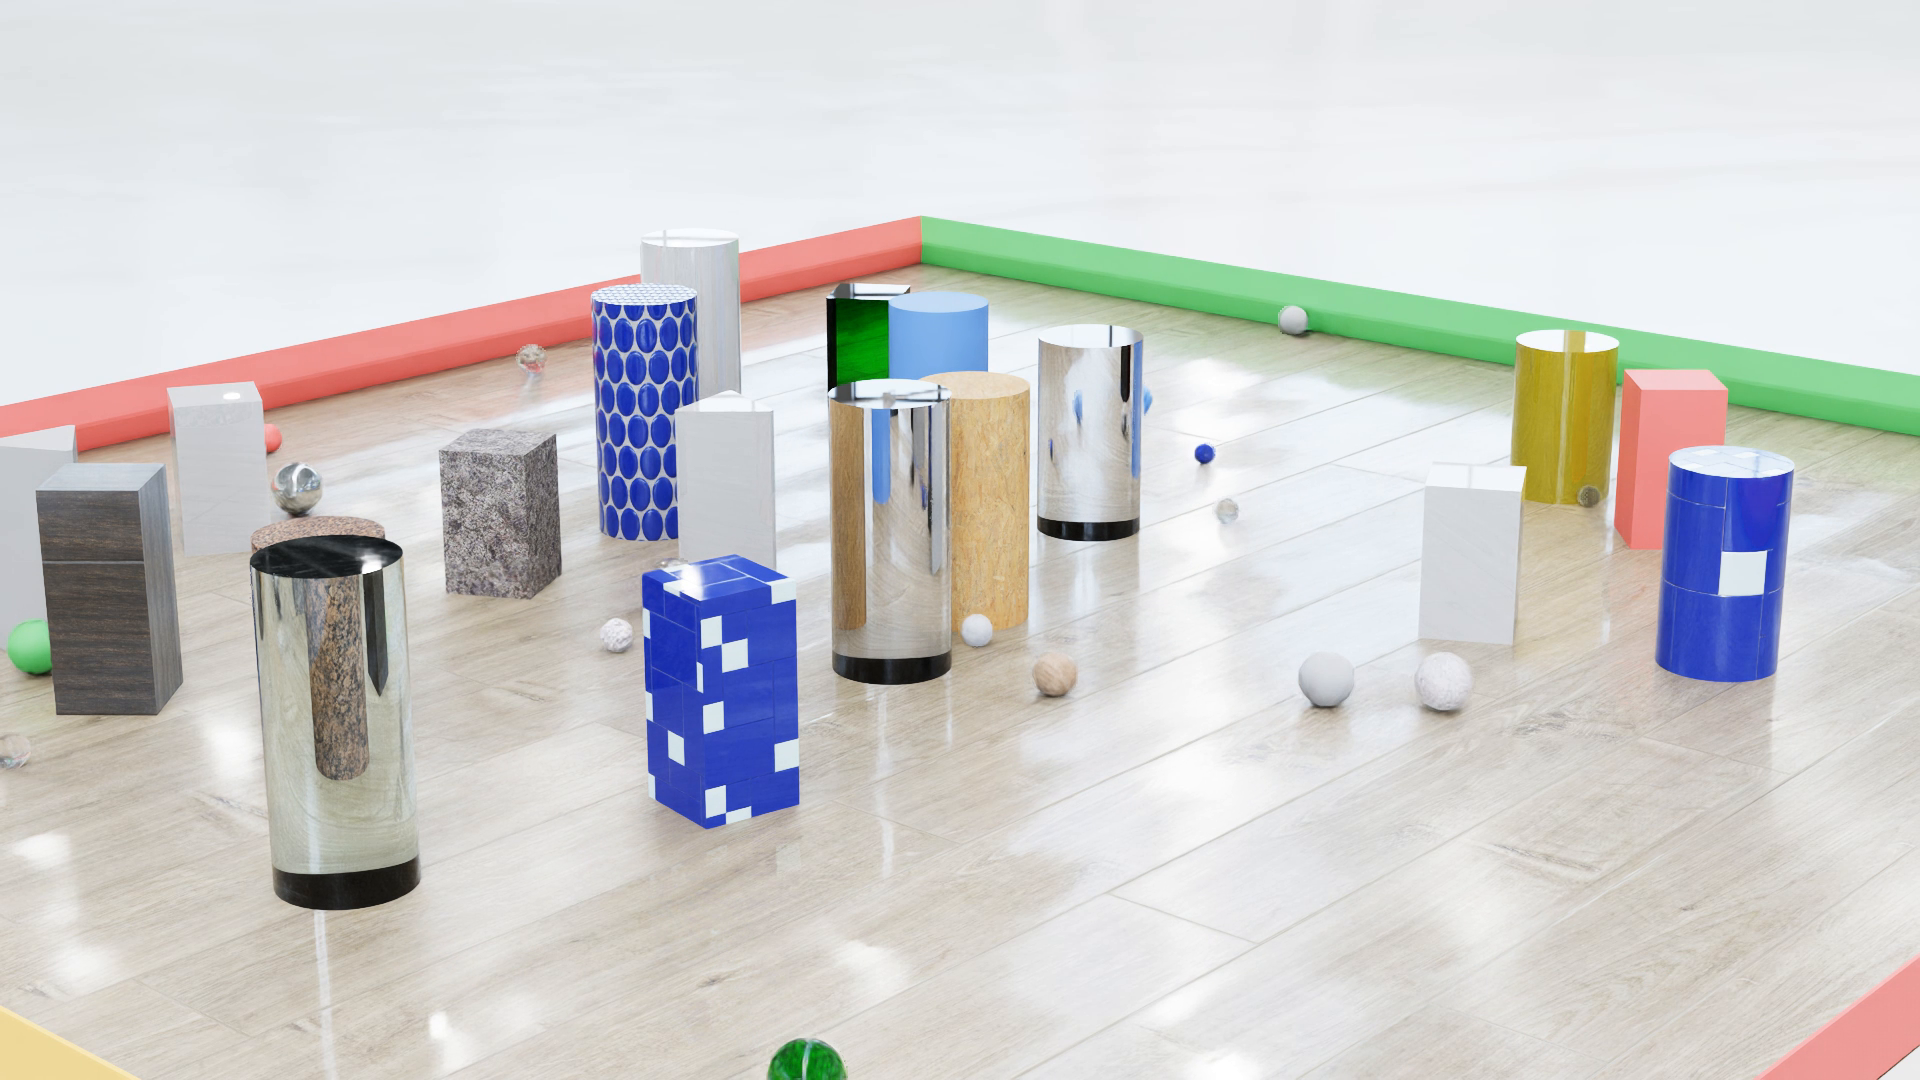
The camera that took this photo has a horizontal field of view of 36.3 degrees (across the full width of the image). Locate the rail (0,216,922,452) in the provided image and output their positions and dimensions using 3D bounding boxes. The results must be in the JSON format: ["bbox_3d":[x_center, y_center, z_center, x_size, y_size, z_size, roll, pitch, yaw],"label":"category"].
[{"bbox_3d":[-1.494,-0.343,6.362,0.045,0.127,4.290,14,22,39],"label":"rail"}]

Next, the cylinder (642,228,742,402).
[{"bbox_3d":[-0.540,-0.385,5.928,0.196,0.460,0.196,0,17,0],"label":"cylinder"}]

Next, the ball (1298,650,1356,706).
[{"bbox_3d":[0.573,0.216,4.580,0.088,0.088,0.088,0,17,0],"label":"ball"}]

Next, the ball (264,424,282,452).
[{"bbox_3d":[-1.427,-0.210,6.041,0.060,0.060,0.060,0,17,0],"label":"ball"}]

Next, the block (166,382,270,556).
[{"bbox_3d":[-1.364,-0.132,5.400,0.156,0.281,0.156,-6,18,-18],"label":"block"}]

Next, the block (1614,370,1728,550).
[{"bbox_3d":[1.312,-0.150,5.422,0.156,0.302,0.156,0,17,1],"label":"block"}]

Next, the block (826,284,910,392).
[{"bbox_3d":[-0.199,-0.424,6.431,0.156,0.246,0.156,3,17,9],"label":"block"}]

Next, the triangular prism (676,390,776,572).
[{"bbox_3d":[-0.413,-0.099,5.242,0.169,0.310,0.147,0,17,0],"label":"triangular prism"}]

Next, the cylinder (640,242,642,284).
[{"bbox_3d":[-0.573,-0.434,6.204,0.196,0.396,0.196,0,17,0],"label":"cylinder"}]

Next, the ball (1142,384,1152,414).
[{"bbox_3d":[0.377,-0.303,6.324,0.074,0.074,0.074,0,17,0],"label":"ball"}]

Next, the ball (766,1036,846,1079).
[{"bbox_3d":[-0.172,0.603,3.293,0.090,0.090,0.090,0,17,0],"label":"ball"}]

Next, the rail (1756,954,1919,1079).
[{"bbox_3d":[1.494,0.406,3.878,0.045,0.127,4.290,14,22,39],"label":"rail"}]

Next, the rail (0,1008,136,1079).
[{"bbox_3d":[-1.391,0.494,3.587,4.006,0.127,0.045,14,22,39],"label":"rail"}]

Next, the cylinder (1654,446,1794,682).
[{"bbox_3d":[1.234,0.037,4.738,0.196,0.340,0.196,0,17,0],"label":"cylinder"}]

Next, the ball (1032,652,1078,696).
[{"bbox_3d":[0.150,0.211,4.629,0.070,0.070,0.070,0,17,0],"label":"ball"}]

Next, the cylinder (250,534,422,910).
[{"bbox_3d":[-0.821,0.239,3.867,0.196,0.456,0.196,0,17,0],"label":"cylinder"}]

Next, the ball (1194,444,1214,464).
[{"bbox_3d":[0.496,-0.175,5.958,0.041,0.041,0.041,0,17,0],"label":"ball"}]

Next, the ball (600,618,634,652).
[{"bbox_3d":[-0.566,0.157,4.834,0.055,0.055,0.055,0,17,0],"label":"ball"}]

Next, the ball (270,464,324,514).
[{"bbox_3d":[-1.268,-0.098,5.605,0.098,0.098,0.098,0,17,0],"label":"ball"}]

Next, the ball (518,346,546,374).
[{"bbox_3d":[-0.977,-0.411,6.700,0.064,0.064,0.064,0,17,0],"label":"ball"}]

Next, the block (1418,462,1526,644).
[{"bbox_3d":[0.860,0.020,4.923,0.156,0.265,0.156,4,17,13],"label":"block"}]

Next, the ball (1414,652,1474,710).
[{"bbox_3d":[0.754,0.220,4.563,0.091,0.091,0.091,0,17,0],"label":"ball"}]

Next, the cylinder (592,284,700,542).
[{"bbox_3d":[-0.583,-0.240,5.471,0.196,0.446,0.196,0,17,0],"label":"cylinder"}]

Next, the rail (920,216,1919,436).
[{"bbox_3d":[1.391,-0.431,6.654,4.006,0.127,0.045,14,22,39],"label":"rail"}]

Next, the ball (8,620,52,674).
[{"bbox_3d":[-1.490,0.172,4.727,0.088,0.088,0.088,0,17,0],"label":"ball"}]

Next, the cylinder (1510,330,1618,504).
[{"bbox_3d":[1.178,-0.241,5.726,0.196,0.302,0.196,0,17,0],"label":"cylinder"}]

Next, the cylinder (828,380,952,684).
[{"bbox_3d":[-0.111,-0.014,4.709,0.196,0.455,0.196,0,17,0],"label":"cylinder"}]

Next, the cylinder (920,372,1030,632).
[{"bbox_3d":[0.021,-0.067,4.970,0.196,0.404,0.196,0,17,0],"label":"cylinder"}]

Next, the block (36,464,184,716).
[{"bbox_3d":[-1.323,0.076,4.569,0.156,0.363,0.156,0,17,0],"label":"block"}]

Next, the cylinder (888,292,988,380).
[{"bbox_3d":[-0.042,-0.291,5.783,0.196,0.364,0.196,0,17,0],"label":"cylinder"}]

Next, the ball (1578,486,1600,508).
[{"bbox_3d":[1.214,-0.084,5.656,0.041,0.041,0.041,0,17,0],"label":"ball"}]

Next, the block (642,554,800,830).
[{"bbox_3d":[-0.339,0.213,4.161,0.156,0.337,0.156,-12,21,-35],"label":"block"}]

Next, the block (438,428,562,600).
[{"bbox_3d":[-0.806,-0.048,5.157,0.156,0.260,0.156,4,17,13],"label":"block"}]

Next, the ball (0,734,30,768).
[{"bbox_3d":[-1.399,0.311,4.330,0.051,0.051,0.051,0,17,0],"label":"ball"}]

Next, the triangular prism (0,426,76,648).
[{"bbox_3d":[-1.494,-0.003,4.854,0.169,0.350,0.147,5,17,15],"label":"triangular prism"}]

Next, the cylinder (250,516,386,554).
[{"bbox_3d":[-0.950,0.149,4.387,0.196,0.329,0.196,0,17,0],"label":"cylinder"}]

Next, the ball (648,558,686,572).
[{"bbox_3d":[-0.499,0.074,5.052,0.087,0.087,0.087,0,17,0],"label":"ball"}]

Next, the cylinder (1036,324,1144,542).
[{"bbox_3d":[0.242,-0.201,5.478,0.196,0.368,0.196,0,17,0],"label":"cylinder"}]

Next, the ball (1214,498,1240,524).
[{"bbox_3d":[0.506,-0.055,5.551,0.046,0.046,0.046,0,17,0],"label":"ball"}]

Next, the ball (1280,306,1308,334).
[{"bbox_3d":[0.808,-0.530,7.088,0.069,0.069,0.069,0,17,0],"label":"ball"}]

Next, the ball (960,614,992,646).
[{"bbox_3d":[0.027,0.149,4.862,0.053,0.053,0.053,0,17,0],"label":"ball"}]
